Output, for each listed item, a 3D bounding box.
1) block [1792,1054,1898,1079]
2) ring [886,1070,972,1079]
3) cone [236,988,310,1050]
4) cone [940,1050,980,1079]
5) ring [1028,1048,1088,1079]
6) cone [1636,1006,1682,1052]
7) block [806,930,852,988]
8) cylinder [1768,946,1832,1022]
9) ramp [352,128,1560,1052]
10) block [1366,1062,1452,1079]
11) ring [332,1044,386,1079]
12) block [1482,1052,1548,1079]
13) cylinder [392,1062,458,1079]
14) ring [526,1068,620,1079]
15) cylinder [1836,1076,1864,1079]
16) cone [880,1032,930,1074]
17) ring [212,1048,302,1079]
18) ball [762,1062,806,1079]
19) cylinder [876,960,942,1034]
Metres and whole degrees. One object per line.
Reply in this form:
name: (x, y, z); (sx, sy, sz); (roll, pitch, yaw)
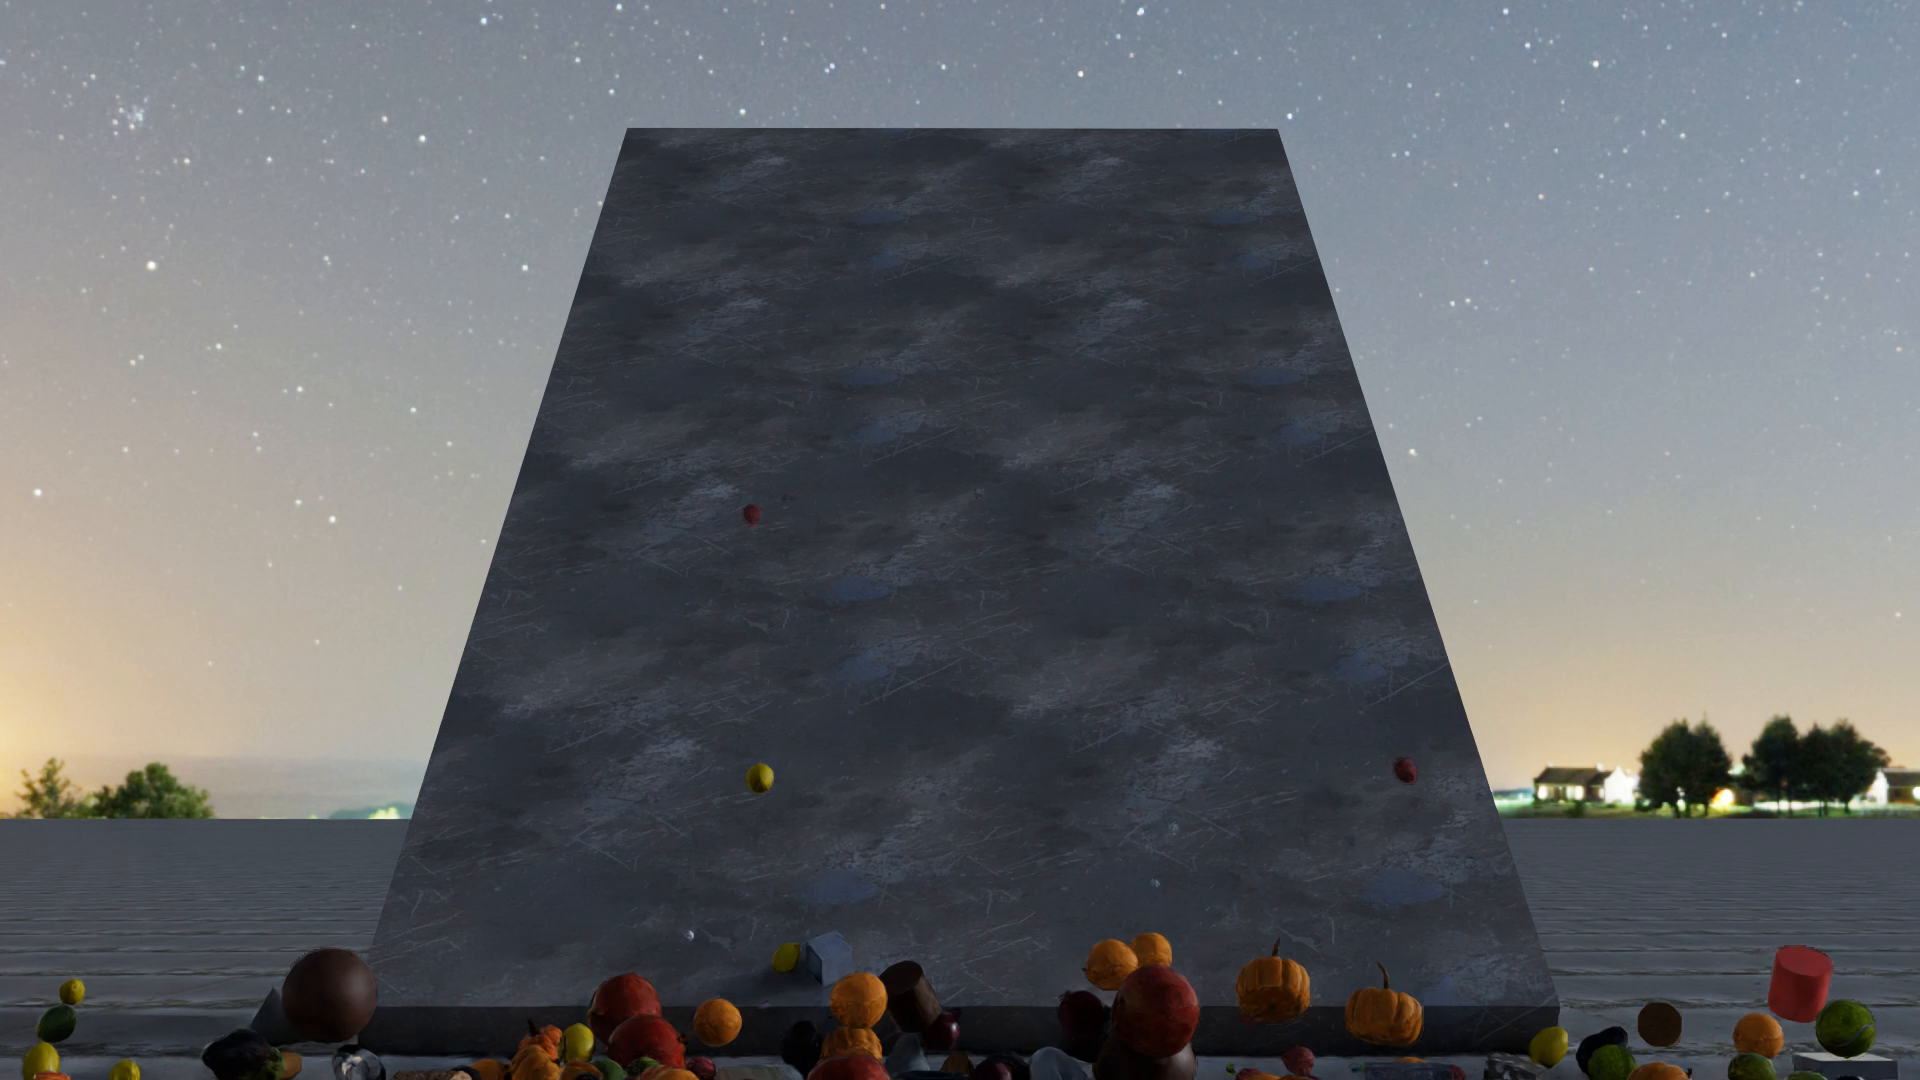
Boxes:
block: (1.103, 0.692, 3.020); (0.095, 0.095, 0.095); (0, -6, -1)
ring: (-0.043, 0.752, 3.318); (0.131, 0.044, 0.131); (1, -7, 0)
cone: (-1.058, 0.748, 3.679); (0.100, 0.100, 0.100); (-33, 3, -17)
cone: (0.015, 0.774, 3.460); (0.068, 0.068, 0.068); (34, -22, -26)
ring: (0.134, 0.710, 3.156); (0.037, 0.111, 0.111); (-43, -23, 17)
cone: (1.093, 0.753, 3.755); (0.069, 0.069, 0.069); (-4, -7, 33)
block: (-0.219, 0.703, 4.073); (0.058, 0.058, 0.058); (-17, 35, -26)
cylinder: (1.430, 0.757, 4.131); (0.092, 0.092, 0.092); (2, 22, -1)
ramp: (-0.014, -0.204, 5.761); (2.000, 0.100, 4.000); (0, 31, 0)
block: (0.533, 0.675, 2.882); (0.098, 0.098, 0.098); (-1, -6, 9)
ring: (-0.823, 0.727, 3.321); (0.084, 0.084, 0.028); (-4, 26, 29)
block: (0.723, 0.715, 3.175); (0.065, 0.065, 0.065); (14, 4, 26)
cylinder: (-0.648, 0.691, 2.968); (0.082, 0.082, 0.082); (14, 1, 28)
ring: (-0.532, 0.752, 3.326); (0.137, 0.046, 0.137); (-1, -5, 0)
cylinder: (1.059, 0.677, 2.845); (0.083, 0.083, 0.083); (0, -4, 3)
cone: (-0.080, 0.777, 3.726); (0.080, 0.080, 0.080); (3, -7, 0)
ring: (-1.054, 0.788, 3.640); (0.130, 0.043, 0.130); (-1, -8, 0)
ball: (-0.237, 0.719, 3.163); (0.075, 0.075, 0.075); (0, -6, 0)
cylinder: (-0.075, 0.661, 3.511); (0.073, 0.073, 0.073); (-20, 27, 11)
